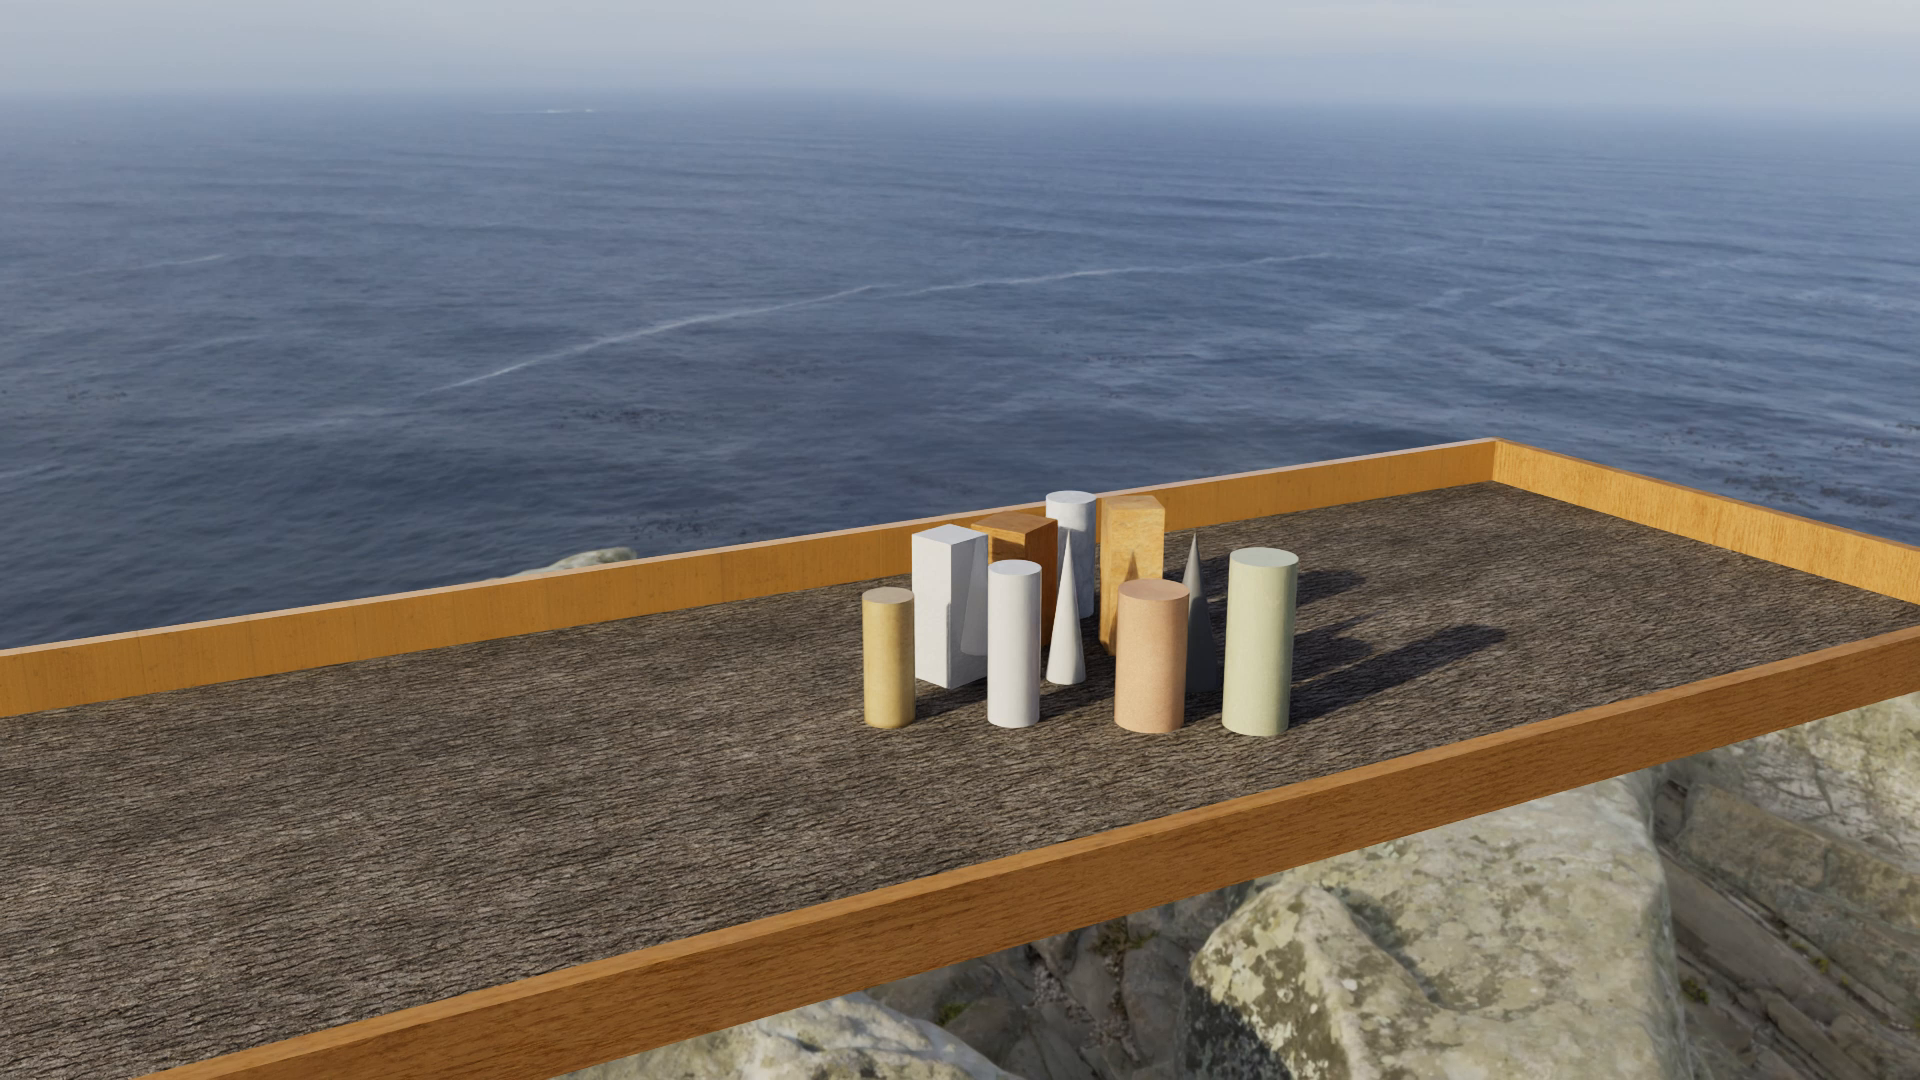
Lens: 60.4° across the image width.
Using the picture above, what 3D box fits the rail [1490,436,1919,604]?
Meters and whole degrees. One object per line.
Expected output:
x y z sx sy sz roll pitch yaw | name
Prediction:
2.466 -0.048 5.253 0.050 0.150 2.100 -9 18 -27 | rail

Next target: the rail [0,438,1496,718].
-3.305 0.497 3.399 12.000 0.150 0.050 -9 18 -27 | rail

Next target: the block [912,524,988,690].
-0.024 0.165 4.129 0.134 0.374 0.134 15 22 42 | block

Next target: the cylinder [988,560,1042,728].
0.127 0.243 3.866 0.124 0.374 0.124 0 16 0 | cylinder

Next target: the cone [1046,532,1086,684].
0.268 0.160 4.120 0.104 0.389 0.104 0 16 0 | cone

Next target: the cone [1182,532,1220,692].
0.576 0.165 4.093 0.158 0.394 0.158 0 16 0 | cone

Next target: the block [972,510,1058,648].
0.144 0.113 4.375 0.165 0.336 0.165 11 20 32 | block

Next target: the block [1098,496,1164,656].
0.449 0.093 4.336 0.136 0.396 0.136 -2 16 -7 | block

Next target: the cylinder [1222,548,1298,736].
0.695 0.235 3.829 0.155 0.409 0.155 0 16 0 | cylinder

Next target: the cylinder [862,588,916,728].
-0.166 0.276 3.870 0.122 0.308 0.122 0 16 0 | cylinder

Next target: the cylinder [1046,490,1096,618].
0.308 0.042 4.620 0.140 0.335 0.140 0 16 0 | cylinder

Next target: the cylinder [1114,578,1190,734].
0.448 0.270 3.861 0.165 0.324 0.165 0 16 0 | cylinder

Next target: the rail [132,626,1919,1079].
-2.336 1.006 1.665 12.000 0.150 0.050 -9 18 -27 | rail
